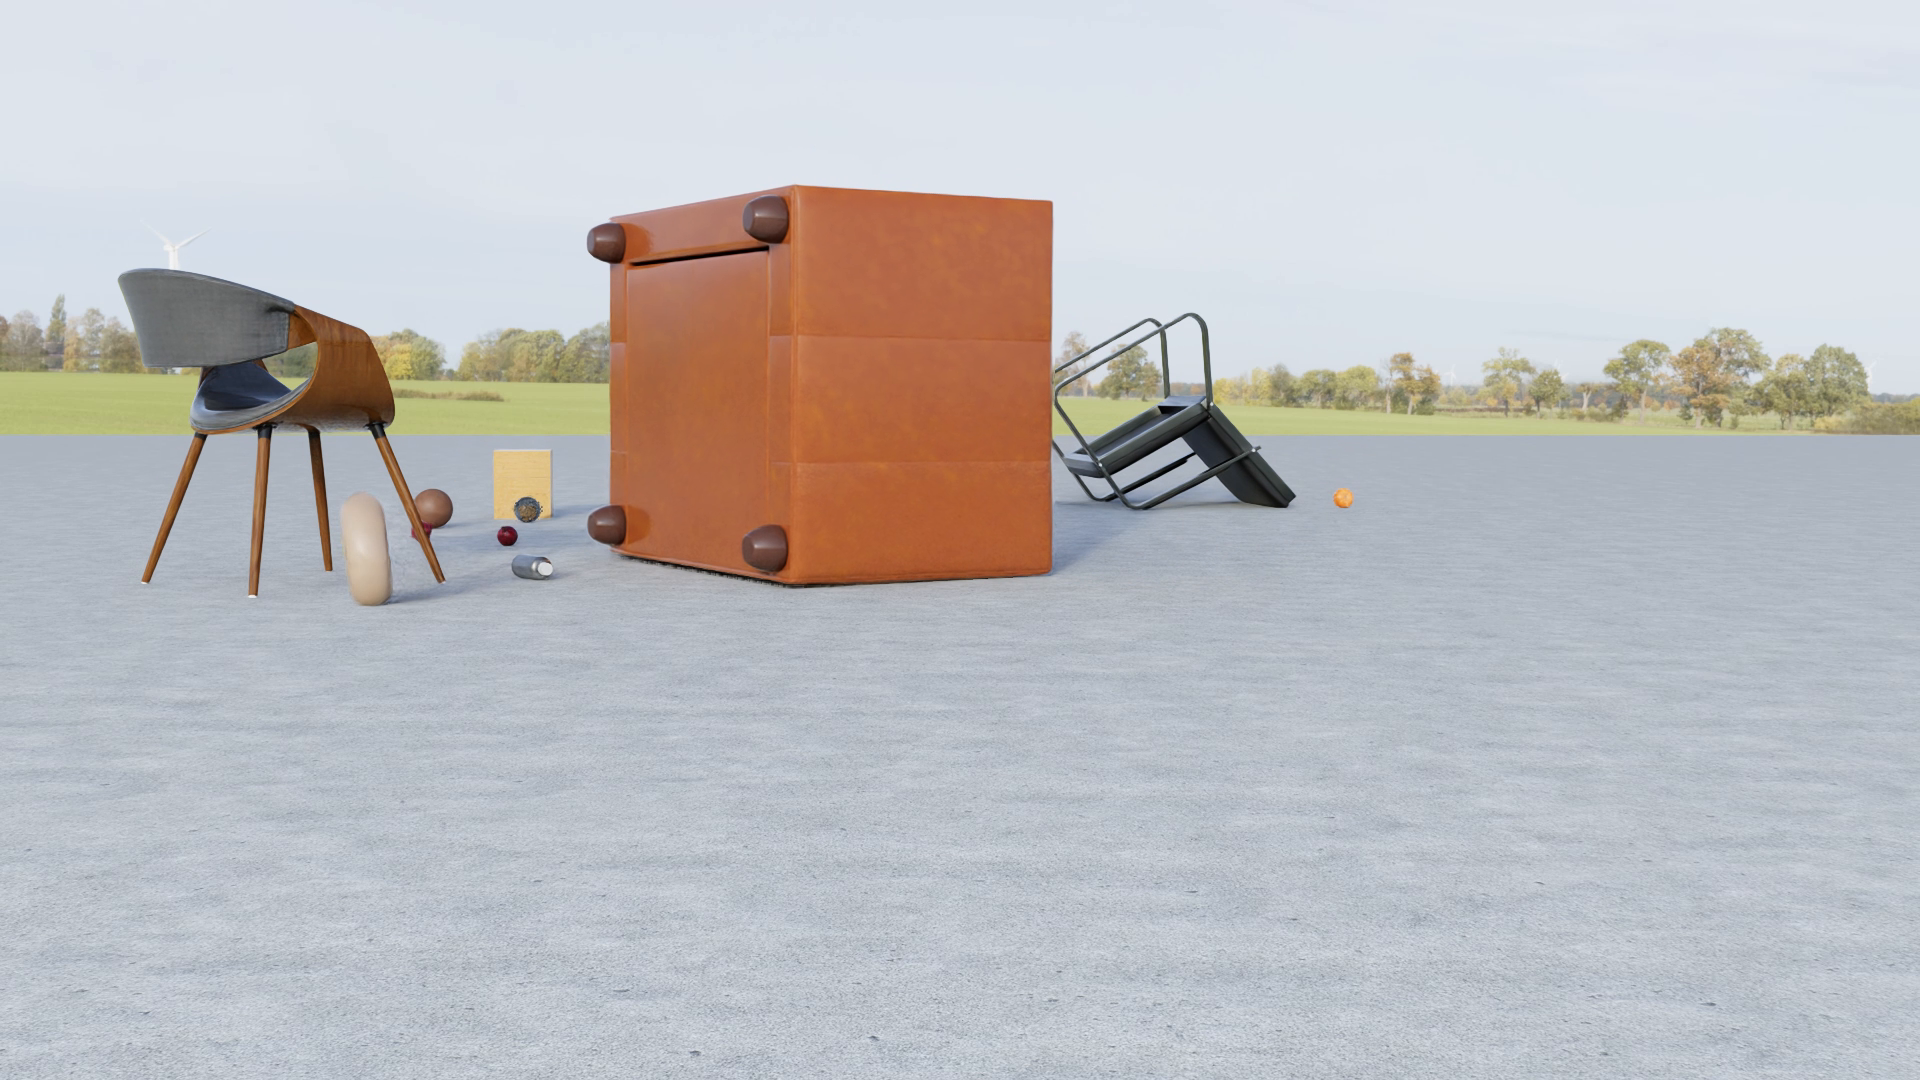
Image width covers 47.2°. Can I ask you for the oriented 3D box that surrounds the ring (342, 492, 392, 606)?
[{"bbox_3d":[-1.235,0.019,4.579,0.087,0.242,0.170,-7,-10,-15],"label":"ring"}]

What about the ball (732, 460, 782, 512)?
[{"bbox_3d":[-0.746,-0.200,8.091,0.186,0.186,0.186,0,4,0],"label":"ball"}]

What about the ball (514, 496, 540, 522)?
[{"bbox_3d":[-1.457,-0.103,7.399,0.089,0.089,0.089,0,4,0],"label":"ball"}]

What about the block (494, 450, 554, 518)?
[{"bbox_3d":[-1.528,-0.198,7.705,0.193,0.236,0.165,0,4,-7],"label":"block"}]
